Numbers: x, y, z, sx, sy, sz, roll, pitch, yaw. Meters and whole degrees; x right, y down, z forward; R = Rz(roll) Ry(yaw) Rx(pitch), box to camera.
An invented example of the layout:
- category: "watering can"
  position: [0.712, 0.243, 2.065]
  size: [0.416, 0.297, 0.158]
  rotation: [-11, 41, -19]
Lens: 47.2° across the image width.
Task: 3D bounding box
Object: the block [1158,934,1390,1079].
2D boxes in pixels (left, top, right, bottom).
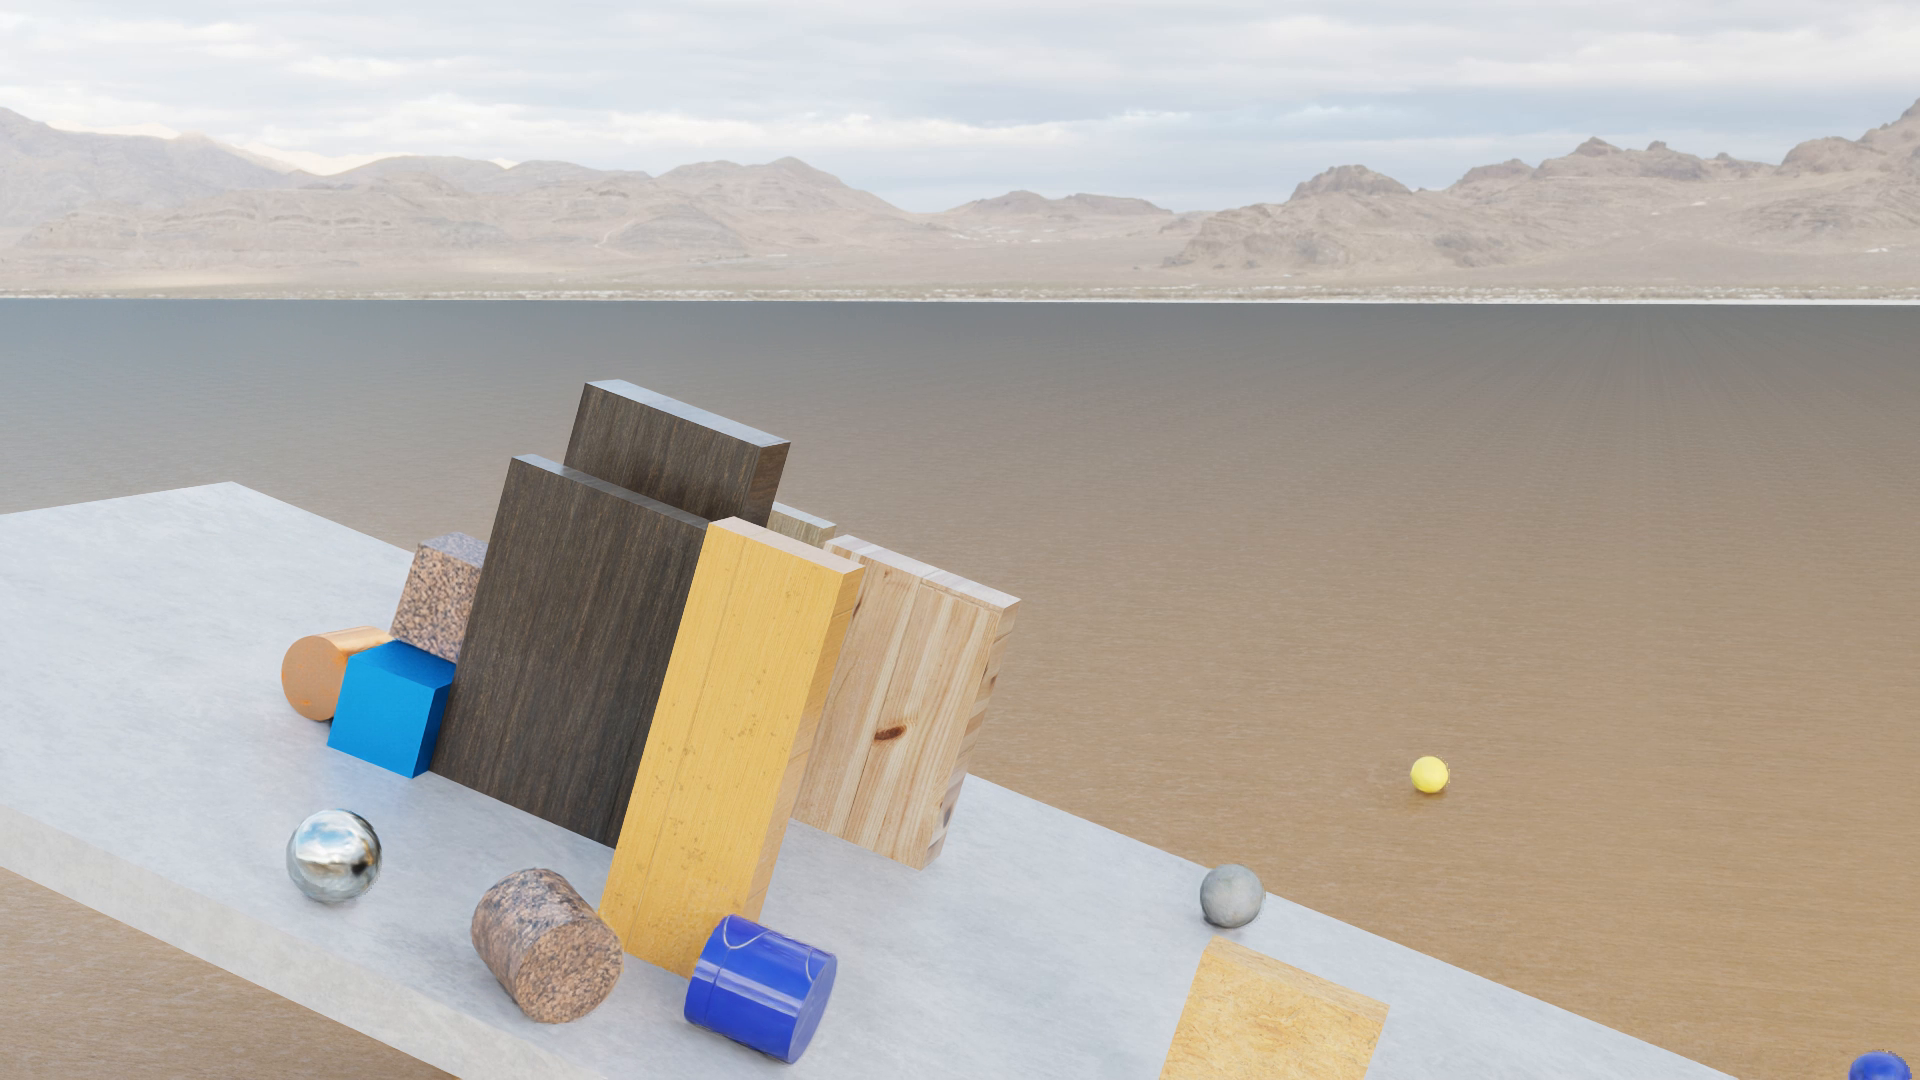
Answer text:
- category: "block"
  position: [0.415, 0.844, 3.192]
  size: [0.269, 0.464, 0.087]
  rotation: [20, 12, 14]

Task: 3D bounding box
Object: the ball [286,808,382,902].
- category: "ball"
  position: [-1.000, 0.504, 3.511]
  size: [0.148, 0.148, 0.148]
  rotation: [0, 7, 0]

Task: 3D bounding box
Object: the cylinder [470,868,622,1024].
- category: "cylinder"
  position: [-0.640, 0.625, 3.399]
  size: [0.176, 0.176, 0.176]
  rotation: [-5, 23, -35]

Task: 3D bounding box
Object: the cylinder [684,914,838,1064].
- category: "cylinder"
  position: [-0.314, 0.709, 3.474]
  size: [0.180, 0.180, 0.180]
  rotation: [20, 11, 12]

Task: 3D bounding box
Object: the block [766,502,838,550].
- category: "block"
  position: [-0.510, 0.158, 4.890]
  size: [0.334, 0.521, 0.084]
  rotation: [20, 12, 14]

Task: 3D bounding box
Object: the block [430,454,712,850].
- category: "block"
  position: [-0.702, 0.212, 4.092]
  size: [0.445, 0.631, 0.081]
  rotation: [20, 12, 14]

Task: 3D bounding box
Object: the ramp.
- category: "ramp"
  position: [-0.359, 0.681, 4.227]
  size: [4.000, 0.100, 2.000]
  rotation: [20, 12, 14]

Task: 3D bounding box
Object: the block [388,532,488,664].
- category: "block"
  position: [-0.967, 0.119, 4.322]
  size: [0.194, 0.194, 0.194]
  rotation: [22, 10, 6]

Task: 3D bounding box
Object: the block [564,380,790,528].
- category: "block"
  position: [-0.637, 0.109, 4.342]
  size: [0.384, 0.762, 0.149]
  rotation: [20, 12, 14]

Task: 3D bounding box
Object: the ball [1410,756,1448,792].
- category: "ball"
  position: [1.680, 0.840, 7.871]
  size: [0.130, 0.130, 0.130]
  rotation: [0, 7, 0]

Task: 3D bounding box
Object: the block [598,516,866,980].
- category: "block"
  position: [-0.386, 0.353, 3.627]
  size: [0.242, 0.740, 0.101]
  rotation: [20, 12, 14]

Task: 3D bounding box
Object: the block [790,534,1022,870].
- category: "block"
  position: [-0.156, 0.328, 4.491]
  size: [0.393, 0.571, 0.128]
  rotation: [20, 12, 14]

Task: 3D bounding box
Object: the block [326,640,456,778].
- category: "block"
  position: [-1.060, 0.320, 4.192]
  size: [0.181, 0.181, 0.181]
  rotation: [19, 12, 11]

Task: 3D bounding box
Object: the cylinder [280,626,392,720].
- category: "cylinder"
  position: [-1.207, 0.259, 4.302]
  size: [0.165, 0.165, 0.165]
  rotation: [3, 6, 23]

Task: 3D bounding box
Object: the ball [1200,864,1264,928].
- category: "ball"
  position: [0.574, 0.753, 4.655]
  size: [0.135, 0.135, 0.135]
  rotation: [0, 7, 0]

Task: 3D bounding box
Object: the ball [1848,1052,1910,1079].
- category: "ball"
  position: [2.037, 1.199, 4.875]
  size: [0.130, 0.130, 0.130]
  rotation: [0, 7, 0]
